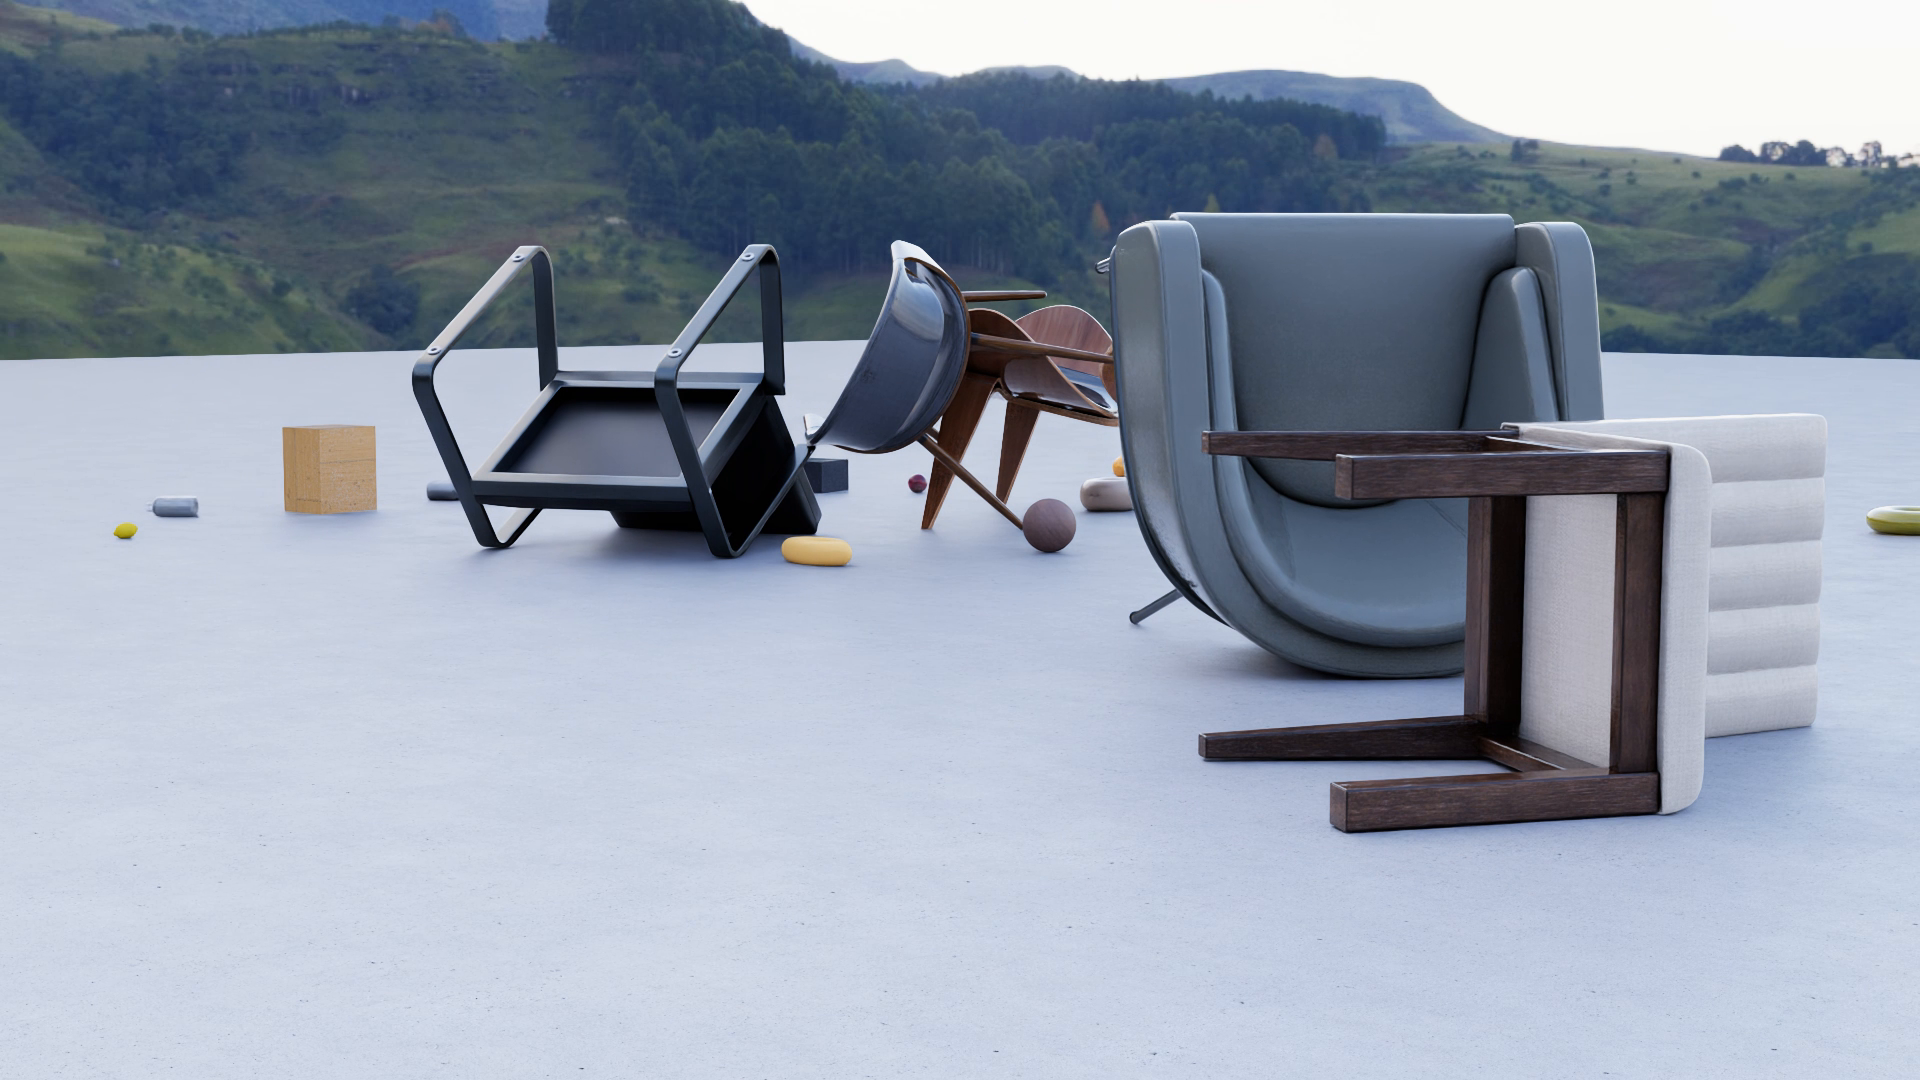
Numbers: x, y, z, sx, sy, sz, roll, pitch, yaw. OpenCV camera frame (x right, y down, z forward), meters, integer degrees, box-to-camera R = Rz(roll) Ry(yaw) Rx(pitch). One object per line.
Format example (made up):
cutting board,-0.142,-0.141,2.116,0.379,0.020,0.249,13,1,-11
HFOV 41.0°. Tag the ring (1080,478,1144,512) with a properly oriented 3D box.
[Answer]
ring,0.431,-0.130,7.255,0.170,0.087,0.242,1,5,28

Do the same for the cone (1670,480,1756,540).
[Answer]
cone,1.919,-0.086,6.536,0.130,0.145,0.260,-4,7,-34

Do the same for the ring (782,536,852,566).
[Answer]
ring,-0.329,0.026,5.887,0.213,0.057,0.095,5,9,42

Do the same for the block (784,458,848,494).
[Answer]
block,-0.442,-0.199,7.878,0.137,0.094,0.155,3,7,29

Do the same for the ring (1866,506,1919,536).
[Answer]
ring,2.451,-0.050,6.596,0.261,0.062,0.216,-3,8,-34

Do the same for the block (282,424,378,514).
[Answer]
block,-1.771,-0.201,7.213,0.165,0.236,0.193,5,8,38

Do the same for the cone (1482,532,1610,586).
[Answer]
cone,1.215,0.059,5.560,0.274,0.117,0.260,1,-8,-30

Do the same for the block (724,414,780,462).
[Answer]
block,-0.748,-0.371,9.238,0.166,0.158,0.265,0,6,4
